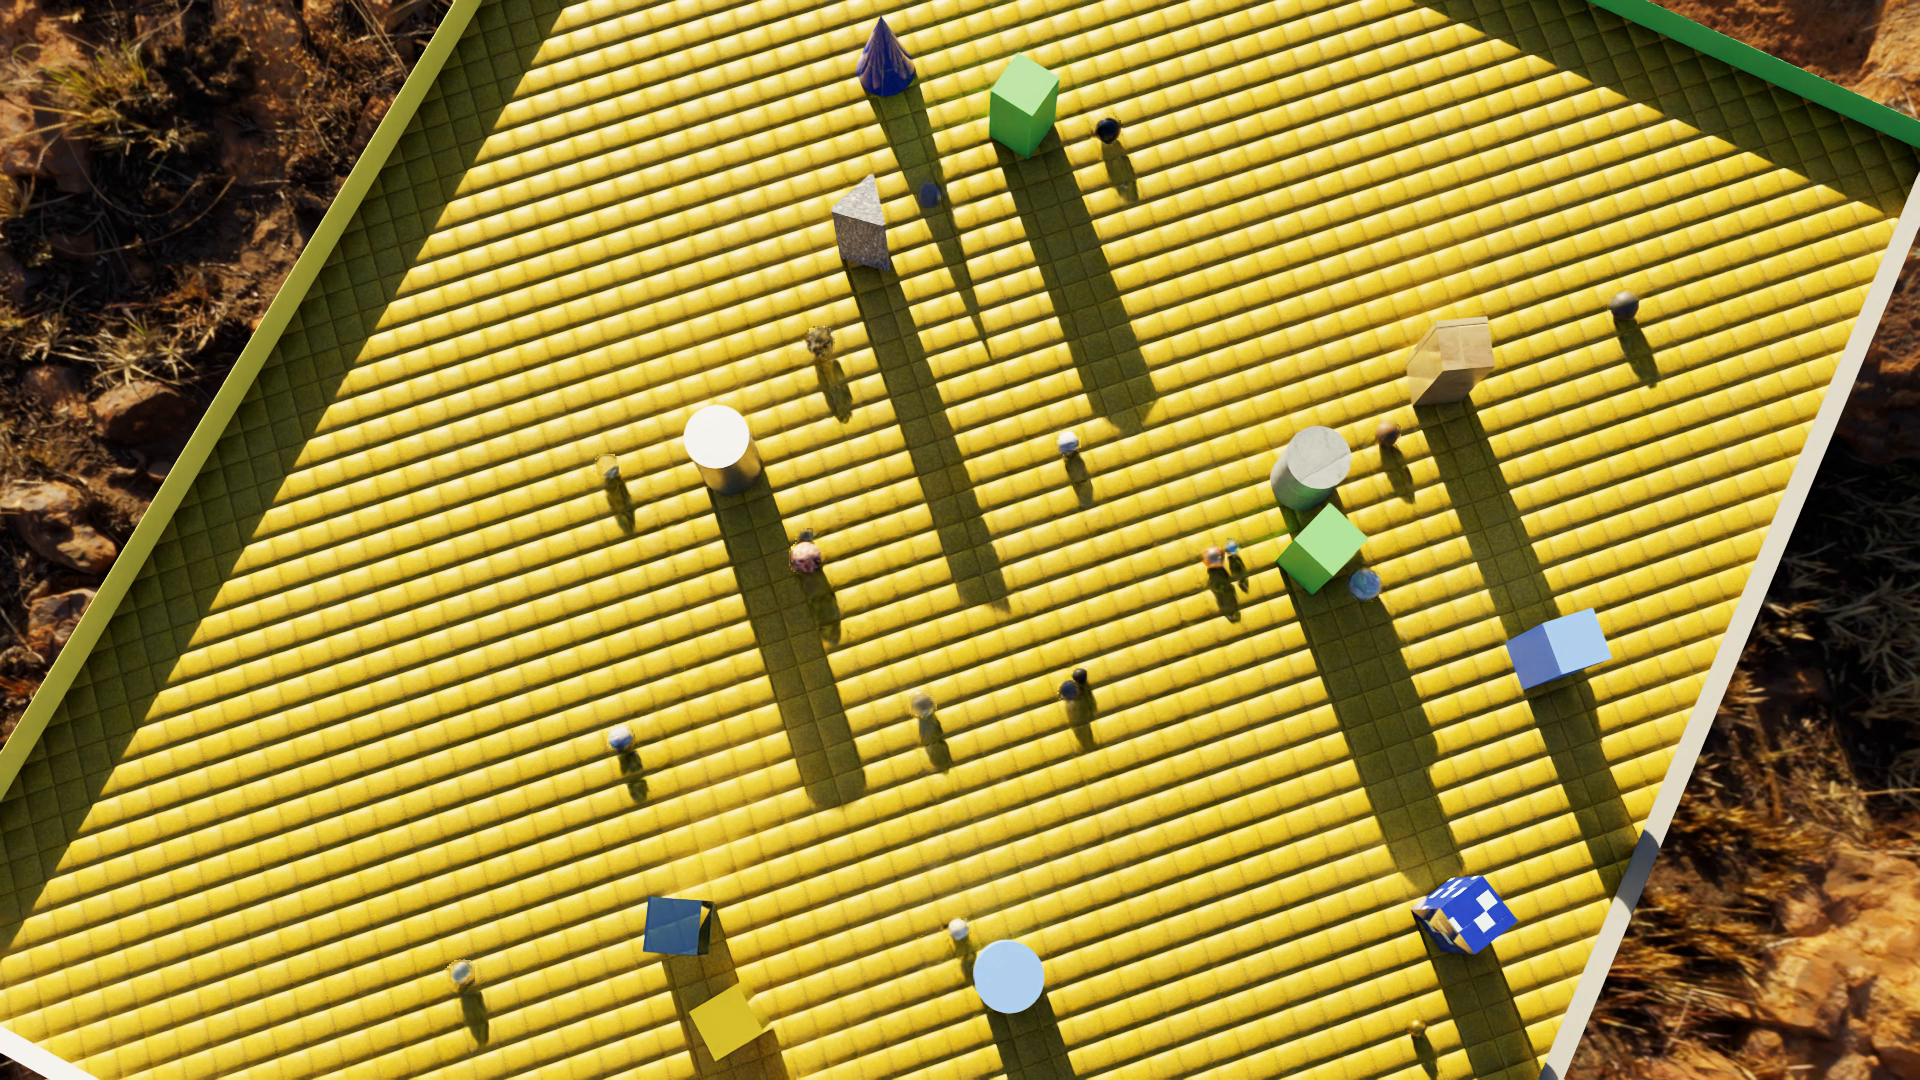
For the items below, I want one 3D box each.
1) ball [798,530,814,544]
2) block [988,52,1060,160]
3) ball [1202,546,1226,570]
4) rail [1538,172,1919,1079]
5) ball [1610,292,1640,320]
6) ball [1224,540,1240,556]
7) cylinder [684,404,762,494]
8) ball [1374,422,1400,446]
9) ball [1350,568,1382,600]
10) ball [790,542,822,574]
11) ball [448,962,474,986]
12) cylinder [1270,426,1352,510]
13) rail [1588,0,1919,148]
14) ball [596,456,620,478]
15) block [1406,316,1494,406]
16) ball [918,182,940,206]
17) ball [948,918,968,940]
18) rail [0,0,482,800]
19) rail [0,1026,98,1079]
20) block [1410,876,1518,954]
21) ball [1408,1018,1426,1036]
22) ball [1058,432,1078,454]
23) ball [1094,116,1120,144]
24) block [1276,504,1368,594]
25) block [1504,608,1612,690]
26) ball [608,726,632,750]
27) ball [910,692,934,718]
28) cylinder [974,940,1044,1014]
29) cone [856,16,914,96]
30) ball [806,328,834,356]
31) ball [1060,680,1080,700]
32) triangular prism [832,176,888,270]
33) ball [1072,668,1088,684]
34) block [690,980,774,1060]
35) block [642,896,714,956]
[{"bbox_3d":[-0.471,-0.009,5.594,0.047,0.047,0.047,0,78,0],"label":"ball"},{"bbox_3d":[0.198,-1.354,5.730,0.152,0.325,0.152,33,80,6],"label":"block"},{"bbox_3d":[0.772,0.053,5.569,0.071,0.071,0.071,0,78,0],"label":"ball"},{"bbox_3d":[1.968,0.970,5.352,0.045,0.124,5.095,26,80,5],"label":"rail"},{"bbox_3d":[2.074,-0.732,5.722,0.089,0.089,0.089,0,78,0],"label":"ball"},{"bbox_3d":[0.829,0.026,5.587,0.047,0.047,0.047,0,78,0],"label":"ball"},{"bbox_3d":[-0.708,-0.266,5.497,0.190,0.341,0.190,0,78,0],"label":"cylinder"},{"bbox_3d":[1.314,-0.327,5.646,0.075,0.075,0.075,0,78,0],"label":"ball"},{"bbox_3d":[1.227,0.134,5.540,0.095,0.095,0.095,0,78,0],"label":"ball"},{"bbox_3d":[-0.467,0.054,5.558,0.092,0.092,0.092,0,78,0],"label":"ball"},{"bbox_3d":[-1.449,1.259,5.320,0.071,0.071,0.071,0,78,0],"label":"ball"},{"bbox_3d":[1.052,-0.213,5.511,0.190,0.292,0.190,0,78,0],"label":"cylinder"},{"bbox_3d":[1.129,-2.204,6.008,4.449,0.124,0.045,26,80,5],"label":"rail"},{"bbox_3d":[-1.081,-0.224,5.626,0.072,0.072,0.072,0,78,0],"label":"ball"},{"bbox_3d":[1.475,-0.536,5.535,0.152,0.377,0.152,-5,78,-1],"label":"block"},{"bbox_3d":[-0.096,-1.095,5.806,0.072,0.072,0.072,0,78,0],"label":"ball"},{"bbox_3d":[-0.005,1.137,5.350,0.061,0.061,0.061,0,78,0],"label":"ball"},{"bbox_3d":[-1.968,-0.957,5.750,0.045,0.124,5.095,26,80,5],"label":"rail"},{"bbox_3d":[-1.129,2.217,5.094,4.449,0.124,0.045,26,80,5],"label":"rail"},{"bbox_3d":[1.431,1.068,5.220,0.152,0.344,0.152,-35,81,-7],"label":"block"},{"bbox_3d":[1.322,1.410,5.298,0.052,0.052,0.052,0,78,0],"label":"ball"},{"bbox_3d":[0.333,-0.299,5.645,0.066,0.066,0.066,0,78,0],"label":"ball"},{"bbox_3d":[0.472,-1.306,5.844,0.083,0.083,0.083,0,78,0],"label":"ball"},{"bbox_3d":[1.072,0.031,5.444,0.152,0.325,0.152,44,82,8],"label":"block"},{"bbox_3d":[1.745,0.322,5.361,0.152,0.370,0.152,-17,79,-3],"label":"block"},{"bbox_3d":[-1.011,0.591,5.459,0.069,0.069,0.069,0,78,0],"label":"ball"},{"bbox_3d":[-0.113,0.493,5.477,0.073,0.073,0.073,0,78,0],"label":"ball"},{"bbox_3d":[0.134,1.227,5.168,0.190,0.380,0.190,0,78,0],"label":"cylinder"},{"bbox_3d":[-0.241,-1.561,5.755,0.190,0.361,0.190,0,78,0],"label":"cone"},{"bbox_3d":[-0.436,-0.615,5.699,0.087,0.087,0.087,0,78,0],"label":"ball"},{"bbox_3d":[0.327,0.450,5.491,0.060,0.060,0.060,0,78,0],"label":"ball"},{"bbox_3d":[-0.282,-0.981,5.621,0.165,0.388,0.143,17,79,3],"label":"triangular prism"},{"bbox_3d":[0.360,0.408,5.508,0.048,0.048,0.048,0,78,0],"label":"ball"},{"bbox_3d":[-0.646,1.360,5.197,0.152,0.271,0.152,-30,80,-6],"label":"block"},{"bbox_3d":[-0.805,1.107,5.255,0.152,0.259,0.152,4,78,1],"label":"block"}]
